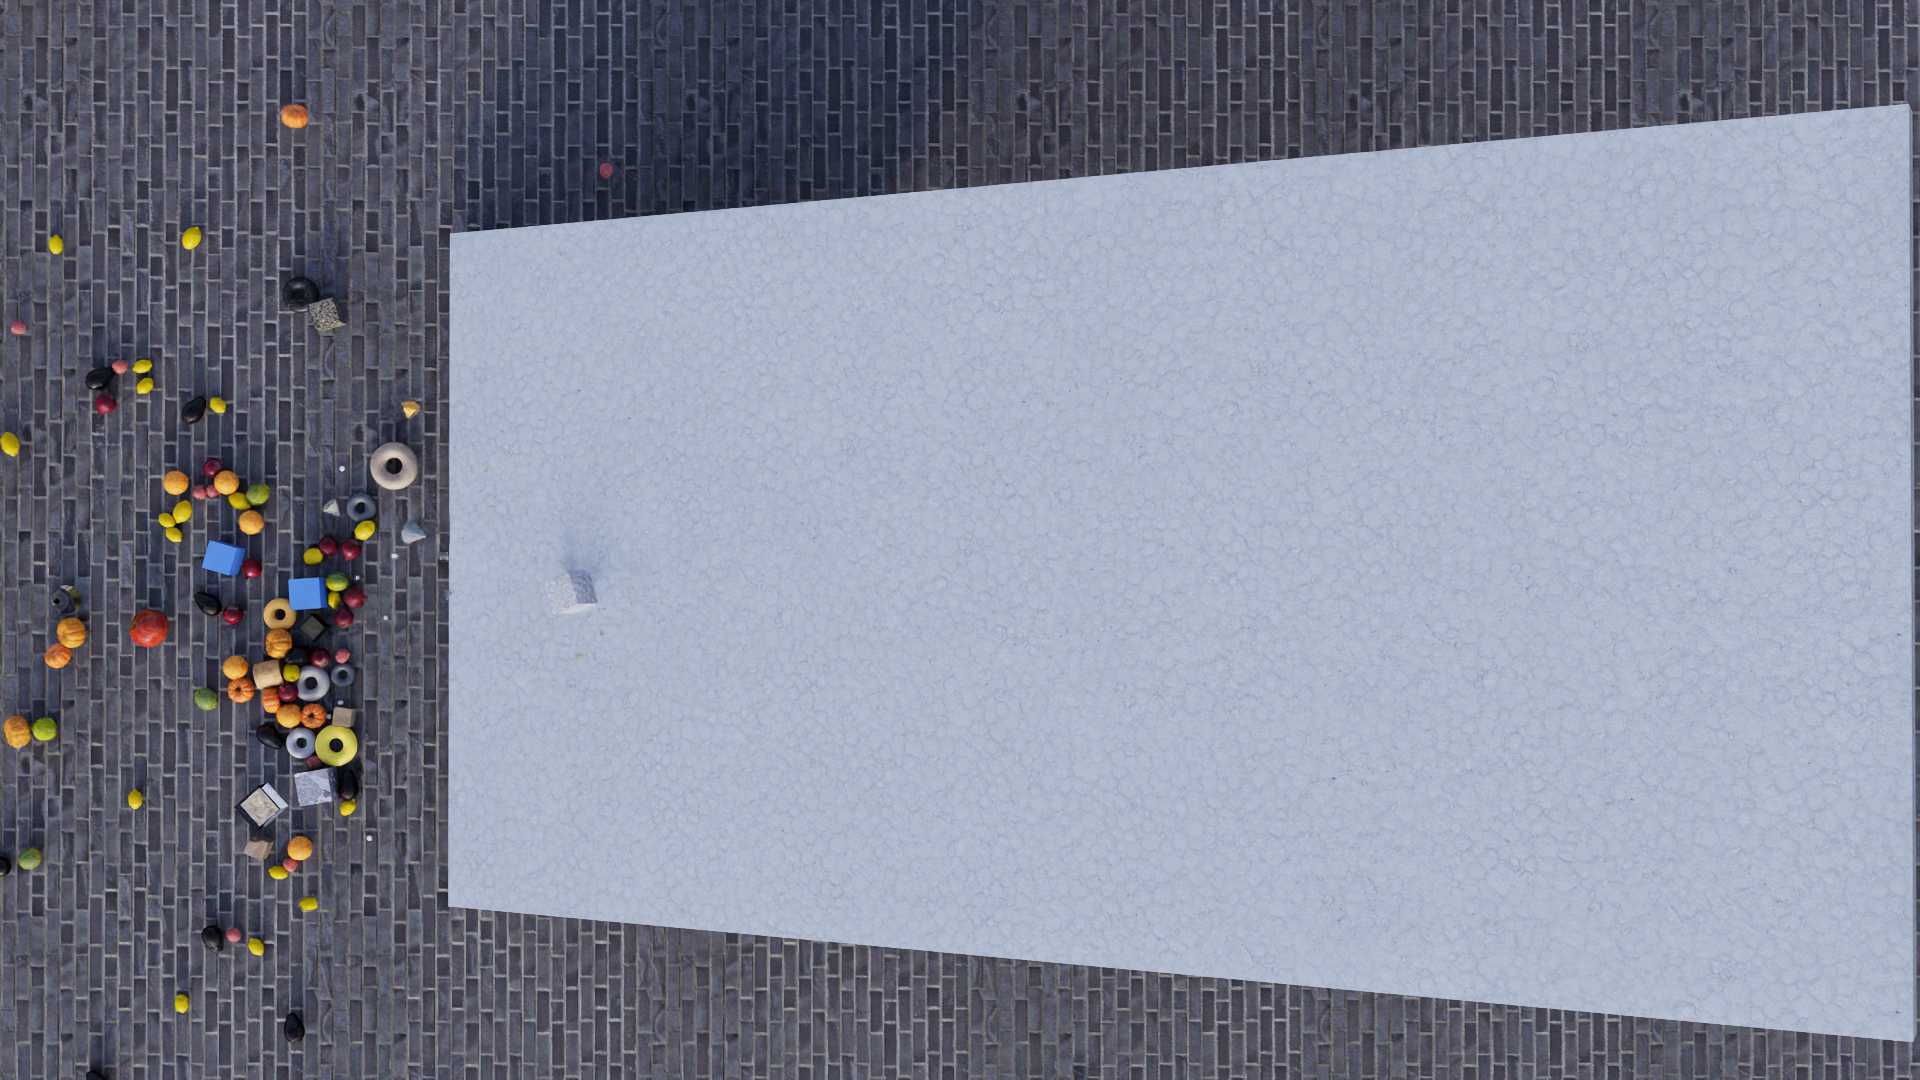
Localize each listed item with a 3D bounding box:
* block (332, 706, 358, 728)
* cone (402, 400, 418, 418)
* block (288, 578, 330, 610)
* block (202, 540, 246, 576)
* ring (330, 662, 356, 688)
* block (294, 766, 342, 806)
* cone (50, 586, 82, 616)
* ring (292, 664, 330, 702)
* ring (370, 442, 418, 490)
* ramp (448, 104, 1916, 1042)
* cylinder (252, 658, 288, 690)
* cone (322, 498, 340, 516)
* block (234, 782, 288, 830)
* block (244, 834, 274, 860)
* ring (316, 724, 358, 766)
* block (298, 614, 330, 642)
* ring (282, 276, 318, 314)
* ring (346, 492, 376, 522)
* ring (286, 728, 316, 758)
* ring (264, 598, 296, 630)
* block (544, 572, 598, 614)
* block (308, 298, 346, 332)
[{"bbox_3d":[-1.845,0.528,6.595,0.054,0.054,0.054,9,89,0],"label":"block"},{"bbox_3d":[-1.659,-0.384,6.620,0.050,0.050,0.050,20,116,0],"label":"cone"},{"bbox_3d":[-1.948,0.160,6.580,0.091,0.091,0.091,-4,89,0],"label":"block"},{"bbox_3d":[-2.204,0.053,6.584,0.084,0.084,0.084,16,89,0],"label":"block"},{"bbox_3d":[-1.854,0.404,6.611,0.075,0.025,0.075,0,88,-1],"label":"ring"},{"bbox_3d":[-1.919,0.735,6.570,0.098,0.098,0.098,-9,89,0],"label":"block"},{"bbox_3d":[-2.694,0.183,6.578,0.095,0.095,0.095,0,89,0],"label":"cone"},{"bbox_3d":[-1.948,0.429,6.604,0.112,0.037,0.112,0,88,1],"label":"ring"},{"bbox_3d":[-1.699,-0.223,6.606,0.144,0.048,0.144,0,90,-1],"label":"ring"},{"bbox_3d":[0.277,0.078,5.657,4.000,0.100,2.000,0,89,28],"label":"ramp"},{"bbox_3d":[-2.064,0.400,6.584,0.079,0.079,0.079,-13,89,0],"label":"cylinder"},{"bbox_3d":[-1.882,-0.088,6.616,0.053,0.053,0.053,-36,116,0],"label":"cone"},{"bbox_3d":[-2.087,0.796,6.571,0.095,0.095,0.095,-42,90,0],"label":"block"},{"bbox_3d":[-2.100,0.919,6.589,0.057,0.057,0.057,25,89,0],"label":"block"},{"bbox_3d":[-1.872,0.616,6.600,0.127,0.042,0.127,0,90,-1],"label":"ring"},{"bbox_3d":[-1.938,0.263,6.595,0.060,0.060,0.060,43,90,0],"label":"block"},{"bbox_3d":[-1.984,-0.737,6.617,0.111,0.037,0.111,0,89,-1],"label":"ring"},{"bbox_3d":[-1.800,-0.098,6.613,0.091,0.030,0.091,0,90,1],"label":"ring"},{"bbox_3d":[-1.977,0.609,6.605,0.094,0.031,0.094,0,88,0],"label":"ring"},{"bbox_3d":[-2.043,0.224,6.608,0.100,0.033,0.100,0,88,0],"label":"ring"},{"bbox_3d":[-1.109,0.152,6.271,0.093,0.093,0.093,-23,79,25],"label":"block"},{"bbox_3d":[-1.897,-0.677,6.597,0.075,0.075,0.075,-16,89,0],"label":"block"}]
